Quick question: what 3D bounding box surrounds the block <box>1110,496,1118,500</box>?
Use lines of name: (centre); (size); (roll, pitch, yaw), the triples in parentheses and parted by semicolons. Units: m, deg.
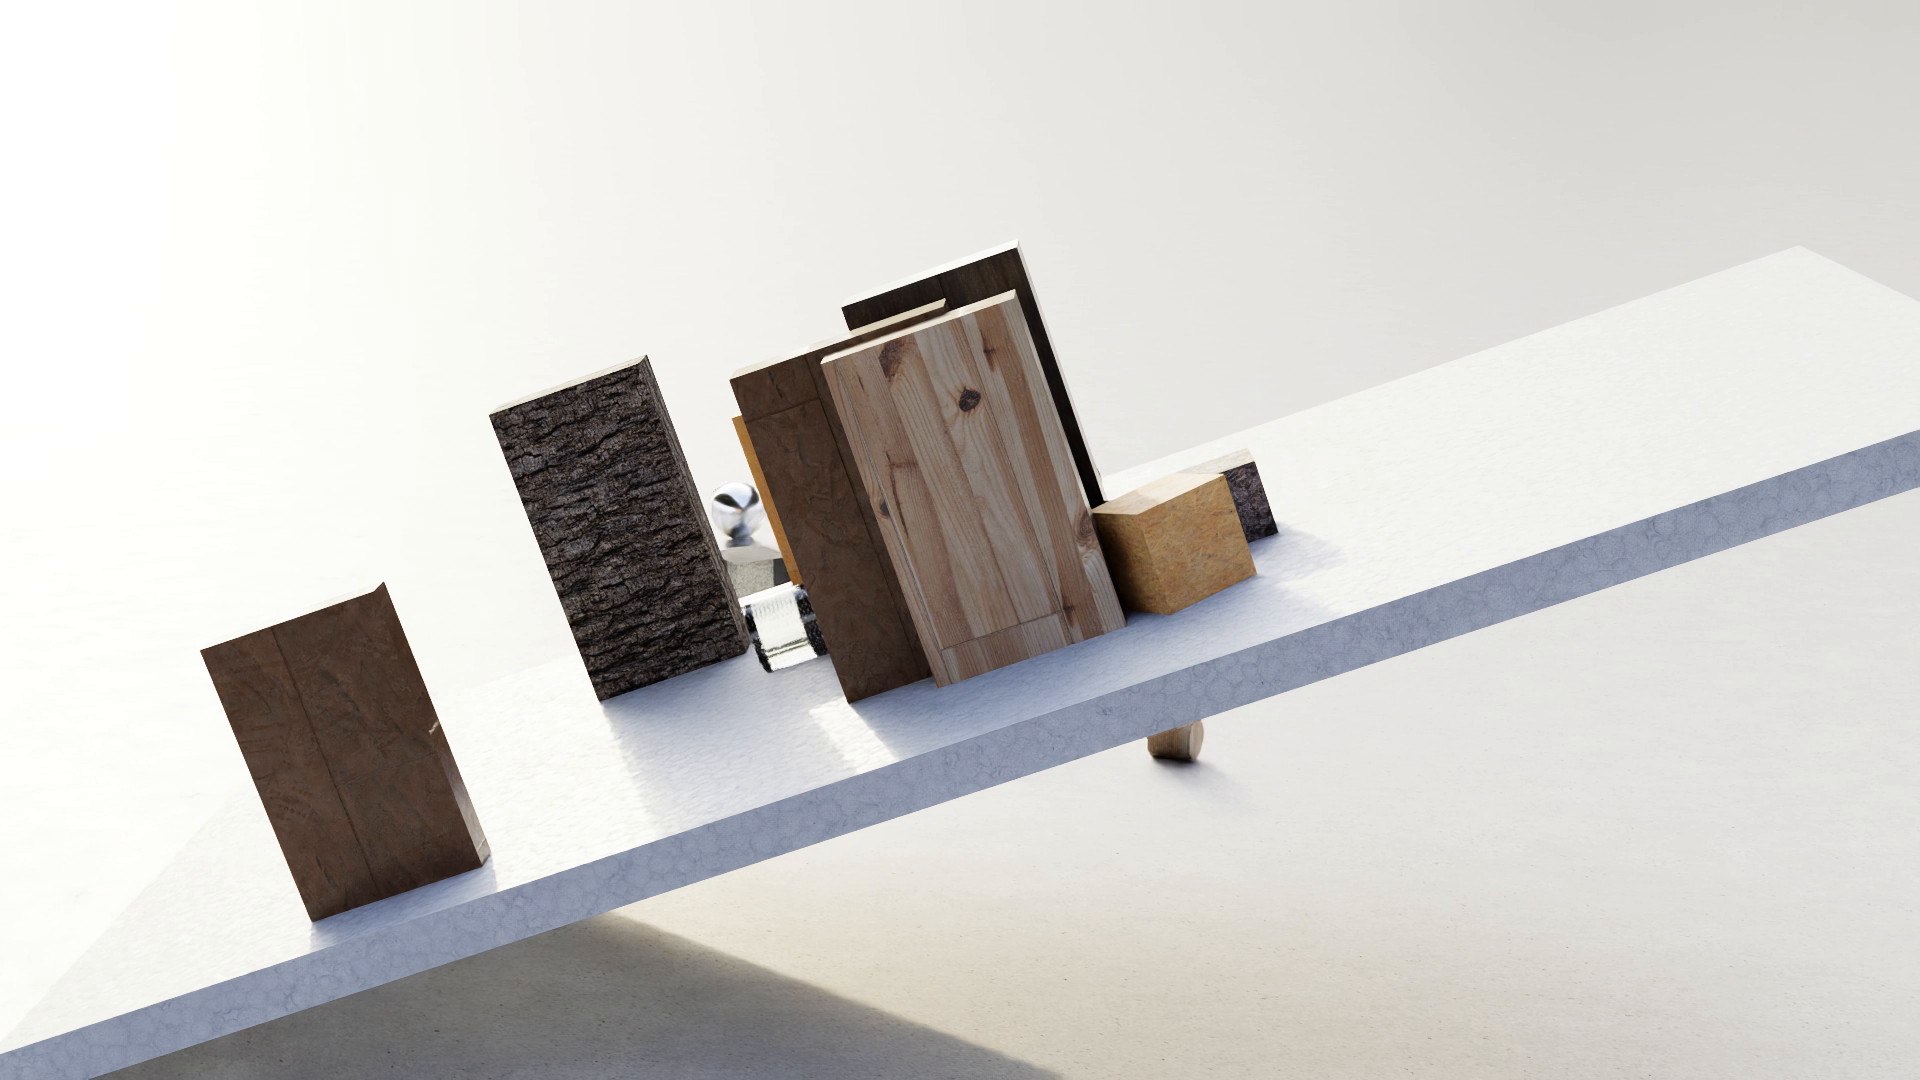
block: (0.405, -0.021, 6.099); (0.153, 0.153, 0.153); (-18, 11, 6)

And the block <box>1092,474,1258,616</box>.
block: (0.415, 0.006, 5.802); (0.210, 0.210, 0.210); (-24, 12, -23)

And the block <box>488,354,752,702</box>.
block: (-0.770, -0.026, 6.711); (0.361, 0.704, 0.139); (-18, 11, 6)

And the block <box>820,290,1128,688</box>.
block: (0.032, -0.098, 5.738); (0.391, 0.679, 0.131); (-18, 11, 6)

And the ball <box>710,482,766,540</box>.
ball: (-0.788, -0.104, 10.444); (0.202, 0.202, 0.202); (0, 12, 0)

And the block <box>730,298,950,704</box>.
block: (-0.127, -0.075, 5.858); (0.445, 0.694, 0.119); (-18, 11, 6)

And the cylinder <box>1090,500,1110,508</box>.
cylinder: (0.257, 0.043, 5.947); (0.190, 0.190, 0.190); (-19, 11, 4)

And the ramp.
ramp: (0.109, 0.179, 6.303); (4.000, 0.100, 2.000); (-18, 11, 6)

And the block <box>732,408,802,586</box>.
block: (-0.261, -0.074, 6.484); (0.308, 0.543, 0.118); (-18, 11, 6)

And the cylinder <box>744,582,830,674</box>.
cylinder: (-0.363, 0.186, 6.393); (0.164, 0.164, 0.164); (-18, 11, 6)

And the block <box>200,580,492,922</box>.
block: (-1.175, 0.408, 5.642); (0.356, 0.572, 0.090); (-18, 11, 6)

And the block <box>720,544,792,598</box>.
block: (-0.667, 0.143, 9.313); (0.201, 0.201, 0.201); (-8, 15, -32)

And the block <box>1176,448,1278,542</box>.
block: (0.554, -0.079, 6.109); (0.159, 0.159, 0.159); (-19, 11, 4)

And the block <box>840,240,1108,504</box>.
block: (0.059, -0.207, 6.079); (0.377, 0.733, 0.147); (-18, 11, 6)
